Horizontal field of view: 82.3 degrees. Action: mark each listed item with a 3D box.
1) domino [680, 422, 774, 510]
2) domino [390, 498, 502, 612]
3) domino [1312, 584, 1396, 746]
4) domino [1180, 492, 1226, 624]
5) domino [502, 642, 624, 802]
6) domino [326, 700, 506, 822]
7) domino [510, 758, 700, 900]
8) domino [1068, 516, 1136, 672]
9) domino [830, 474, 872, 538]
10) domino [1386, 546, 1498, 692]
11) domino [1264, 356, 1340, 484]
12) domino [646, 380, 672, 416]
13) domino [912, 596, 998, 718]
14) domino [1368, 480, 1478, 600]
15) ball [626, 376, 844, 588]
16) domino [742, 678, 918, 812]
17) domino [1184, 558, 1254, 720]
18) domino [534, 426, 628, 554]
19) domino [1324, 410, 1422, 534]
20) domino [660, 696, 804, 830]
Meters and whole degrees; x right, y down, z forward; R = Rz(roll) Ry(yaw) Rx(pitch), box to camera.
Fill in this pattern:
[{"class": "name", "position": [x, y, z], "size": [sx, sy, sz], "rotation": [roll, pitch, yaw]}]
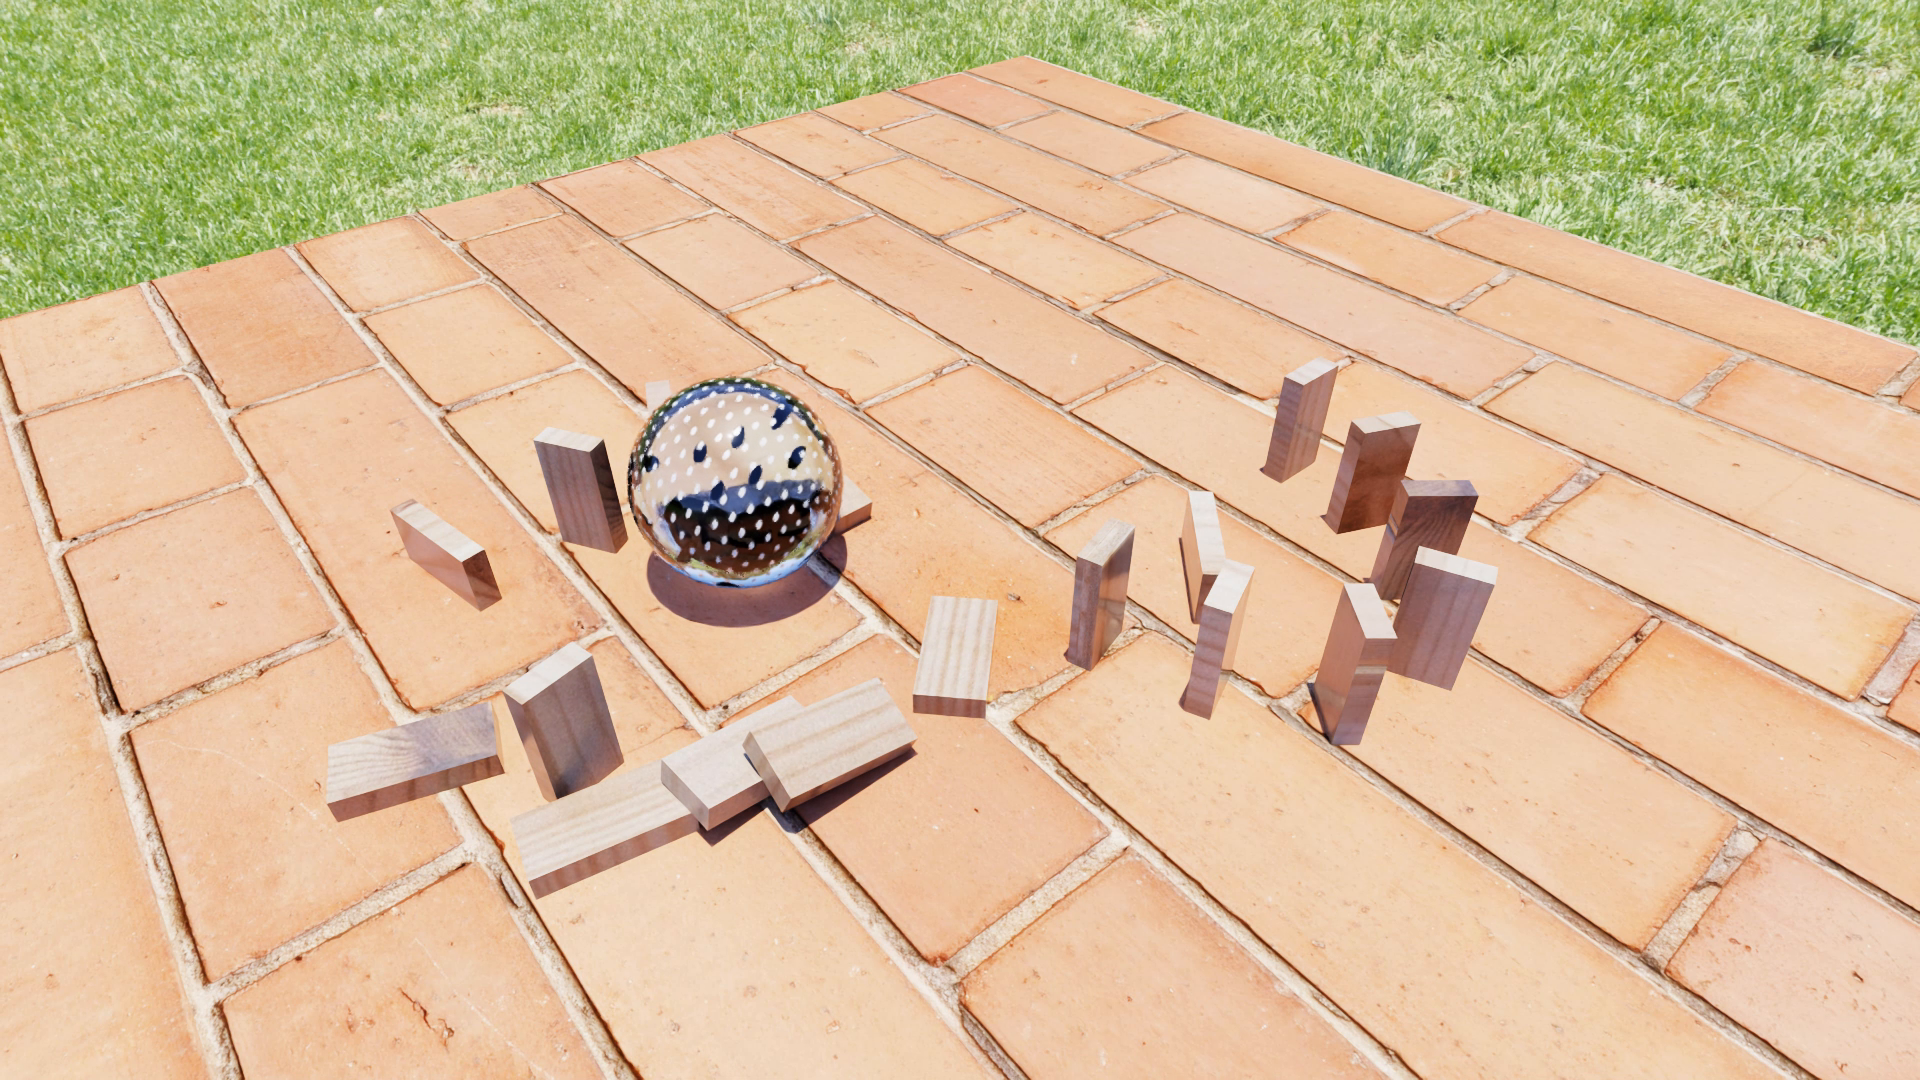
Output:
[{"class": "domino", "position": [-0.102, -0.033, 0.484], "size": [0.025, 0.010, 0.050], "rotation": [-31, 49, -32]}, {"class": "domino", "position": [-0.199, 0.005, 0.425], "size": [0.050, 0.025, 0.009], "rotation": [27, 46, 29]}, {"class": "domino", "position": [0.129, 0.041, 0.361], "size": [0.010, 0.050, 0.025], "rotation": [0, 39, 0]}, {"class": "domino", "position": [0.094, 0.006, 0.424], "size": [0.010, 0.025, 0.050], "rotation": [2, 39, 3]}, {"class": "domino", "position": [-0.122, 0.058, 0.340], "size": [0.009, 0.050, 0.025], "rotation": [25, 46, 28]}, {"class": "domino", "position": [-0.176, 0.071, 0.357], "size": [0.050, 0.010, 0.025], "rotation": [-15, 42, -17]}, {"class": "domino", "position": [-0.109, 0.087, 0.337], "size": [0.050, 0.009, 0.025], "rotation": [-20, 43, -22]}, {"class": "domino", "position": [0.050, 0.020, 0.388], "size": [0.009, 0.050, 0.025], "rotation": [22, 44, 25]}, {"class": "domino", "position": [-0.062, -0.023, 0.463], "size": [0.025, 0.009, 0.050], "rotation": [-29, 60, -31]}, {"class": "domino", "position": [0.163, 0.028, 0.378], "size": [0.025, 0.050, 0.010], "rotation": [18, 42, 20]}, {"class": "domino", "position": [0.147, -0.051, 0.474], "size": [0.025, 0.050, 0.010], "rotation": [-29, 47, -30]}, {"class": "domino", "position": [-0.121, -0.038, 0.458], "size": [0.009, 0.050, 0.025], "rotation": [-10, 40, -12]}, {"class": "domino", "position": [-0.001, 0.041, 0.393], "size": [0.025, 0.010, 0.050], "rotation": [4, 39, 5]}, {"class": "domino", "position": [0.172, 0.001, 0.411], "size": [0.025, 0.050, 0.009], "rotation": [0, 39, 0]}, {"class": "ball", "position": [-0.084, -0.022, 0.414], "size": [0.080, 0.080, 0.080], "rotation": [0, 39, 0]}, {"class": "domino", "position": [-0.041, 0.064, 0.350], "size": [0.050, 0.010, 0.025], "rotation": [-19, 63, -40]}, {"class": "domino", "position": [0.087, 0.034, 0.370], "size": [0.010, 0.050, 0.025], "rotation": [18, 43, 21]}, {"class": "domino", "position": [-0.149, -0.019, 0.435], "size": [0.025, 0.050, 0.009], "rotation": [12, 41, 15]}, {"class": "domino", "position": [0.166, -0.027, 0.444], "size": [0.025, 0.050, 0.010], "rotation": [-11, 41, -13]}, {"class": "domino", "position": [-0.066, 0.070, 0.350], "size": [0.025, 0.009, 0.050], "rotation": [35, 40, 31]}]
